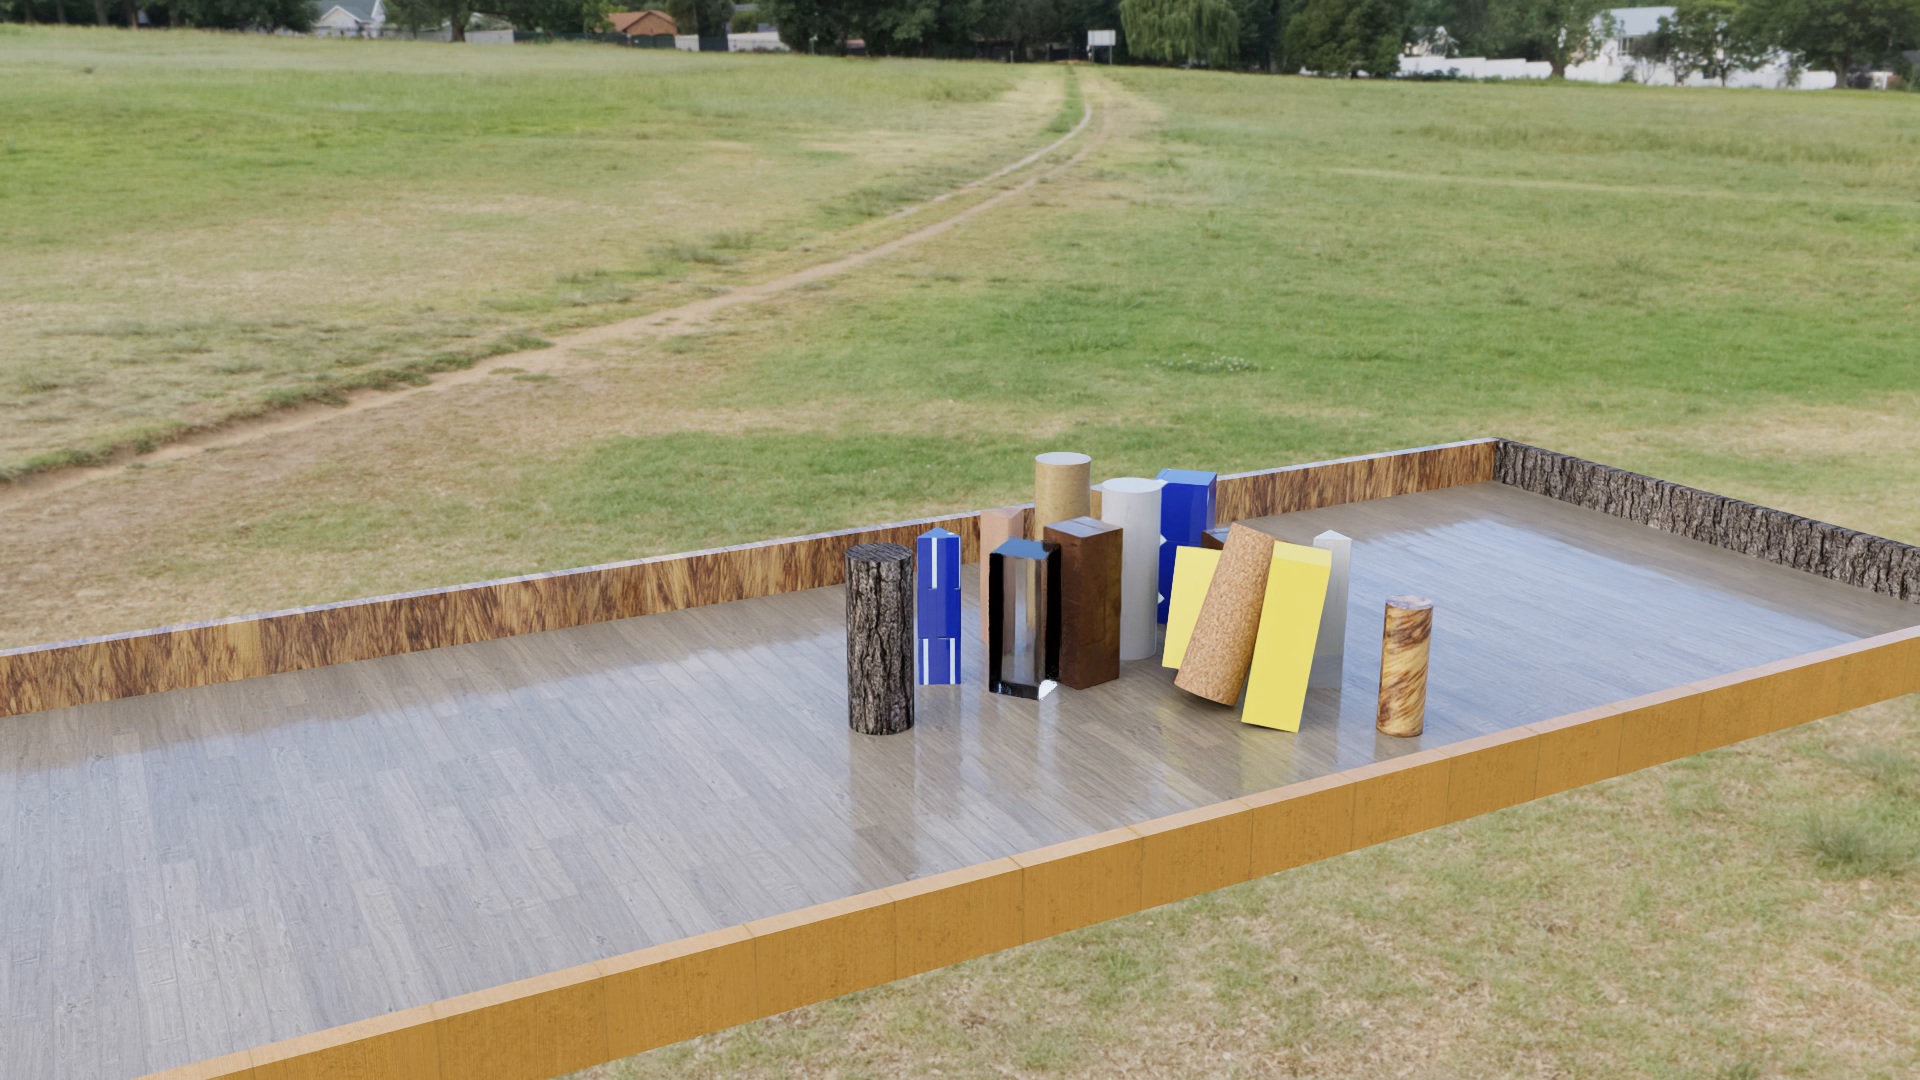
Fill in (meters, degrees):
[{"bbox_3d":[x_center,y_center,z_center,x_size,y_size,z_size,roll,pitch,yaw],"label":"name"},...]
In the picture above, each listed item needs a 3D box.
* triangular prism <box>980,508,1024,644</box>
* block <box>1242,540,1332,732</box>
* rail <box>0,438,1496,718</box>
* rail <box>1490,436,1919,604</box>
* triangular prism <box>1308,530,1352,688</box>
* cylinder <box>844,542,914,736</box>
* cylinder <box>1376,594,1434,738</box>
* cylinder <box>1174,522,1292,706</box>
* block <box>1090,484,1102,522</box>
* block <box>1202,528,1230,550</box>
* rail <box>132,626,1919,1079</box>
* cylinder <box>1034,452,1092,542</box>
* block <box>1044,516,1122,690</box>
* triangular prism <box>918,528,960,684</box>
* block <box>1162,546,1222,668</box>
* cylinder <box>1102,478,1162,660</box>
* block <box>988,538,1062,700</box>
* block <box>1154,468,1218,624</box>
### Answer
[{"bbox_3d":[0.129,0.098,4.379,0.099,0.363,0.115,-14,21,-39],"label":"triangular prism"},{"bbox_3d":[0.760,0.225,3.842,0.131,0.409,0.131,11,18,10],"label":"block"},{"bbox_3d":[-3.305,0.497,3.399,12.000,0.150,0.050,-9,18,-27],"label":"rail"},{"bbox_3d":[2.466,-0.048,5.253,0.050,0.150,2.100,-9,18,-27],"label":"rail"},{"bbox_3d":[0.909,0.172,4.086,0.089,0.386,0.077,2,17,7],"label":"triangular prism"},{"bbox_3d":[-0.185,0.229,3.831,0.156,0.419,0.156,0,16,0],"label":"cylinder"},{"bbox_3d":[1.026,0.292,3.809,0.107,0.312,0.107,0,16,0],"label":"cylinder"},{"bbox_3d":[0.659,0.177,3.970,0.155,0.413,0.155,19,4,-1],"label":"cylinder"},{"bbox_3d":[0.488,-0.008,4.845,0.176,0.302,0.176,16,23,43],"label":"block"},{"bbox_3d":[0.717,0.135,4.346,0.127,0.310,0.127,-5,17,-18],"label":"block"},{"bbox_3d":[-2.336,1.006,1.665,12.000,0.150,0.050,-9,18,-27],"label":"rail"},{"bbox_3d":[0.281,-0.003,4.557,0.153,0.456,0.153,0,16,0],"label":"cylinder"},{"bbox_3d":[0.305,0.157,4.120,0.137,0.395,0.137,-13,21,-37],"label":"block"},{"bbox_3d":[-0.053,0.164,4.119,0.106,0.382,0.092,-1,16,-3],"label":"triangular prism"},{"bbox_3d":[0.632,0.177,4.157,0.165,0.303,0.165,8,2,25],"label":"block"},{"bbox_3d":[0.442,0.075,4.300,0.154,0.451,0.154,0,17,0],"label":"cylinder"},{"bbox_3d":[0.160,0.194,4.053,0.134,0.361,0.134,8,19,23],"label":"block"},{"bbox_3d":[0.615,0.021,4.566,0.151,0.404,0.151,5,17,17],"label":"block"}]
